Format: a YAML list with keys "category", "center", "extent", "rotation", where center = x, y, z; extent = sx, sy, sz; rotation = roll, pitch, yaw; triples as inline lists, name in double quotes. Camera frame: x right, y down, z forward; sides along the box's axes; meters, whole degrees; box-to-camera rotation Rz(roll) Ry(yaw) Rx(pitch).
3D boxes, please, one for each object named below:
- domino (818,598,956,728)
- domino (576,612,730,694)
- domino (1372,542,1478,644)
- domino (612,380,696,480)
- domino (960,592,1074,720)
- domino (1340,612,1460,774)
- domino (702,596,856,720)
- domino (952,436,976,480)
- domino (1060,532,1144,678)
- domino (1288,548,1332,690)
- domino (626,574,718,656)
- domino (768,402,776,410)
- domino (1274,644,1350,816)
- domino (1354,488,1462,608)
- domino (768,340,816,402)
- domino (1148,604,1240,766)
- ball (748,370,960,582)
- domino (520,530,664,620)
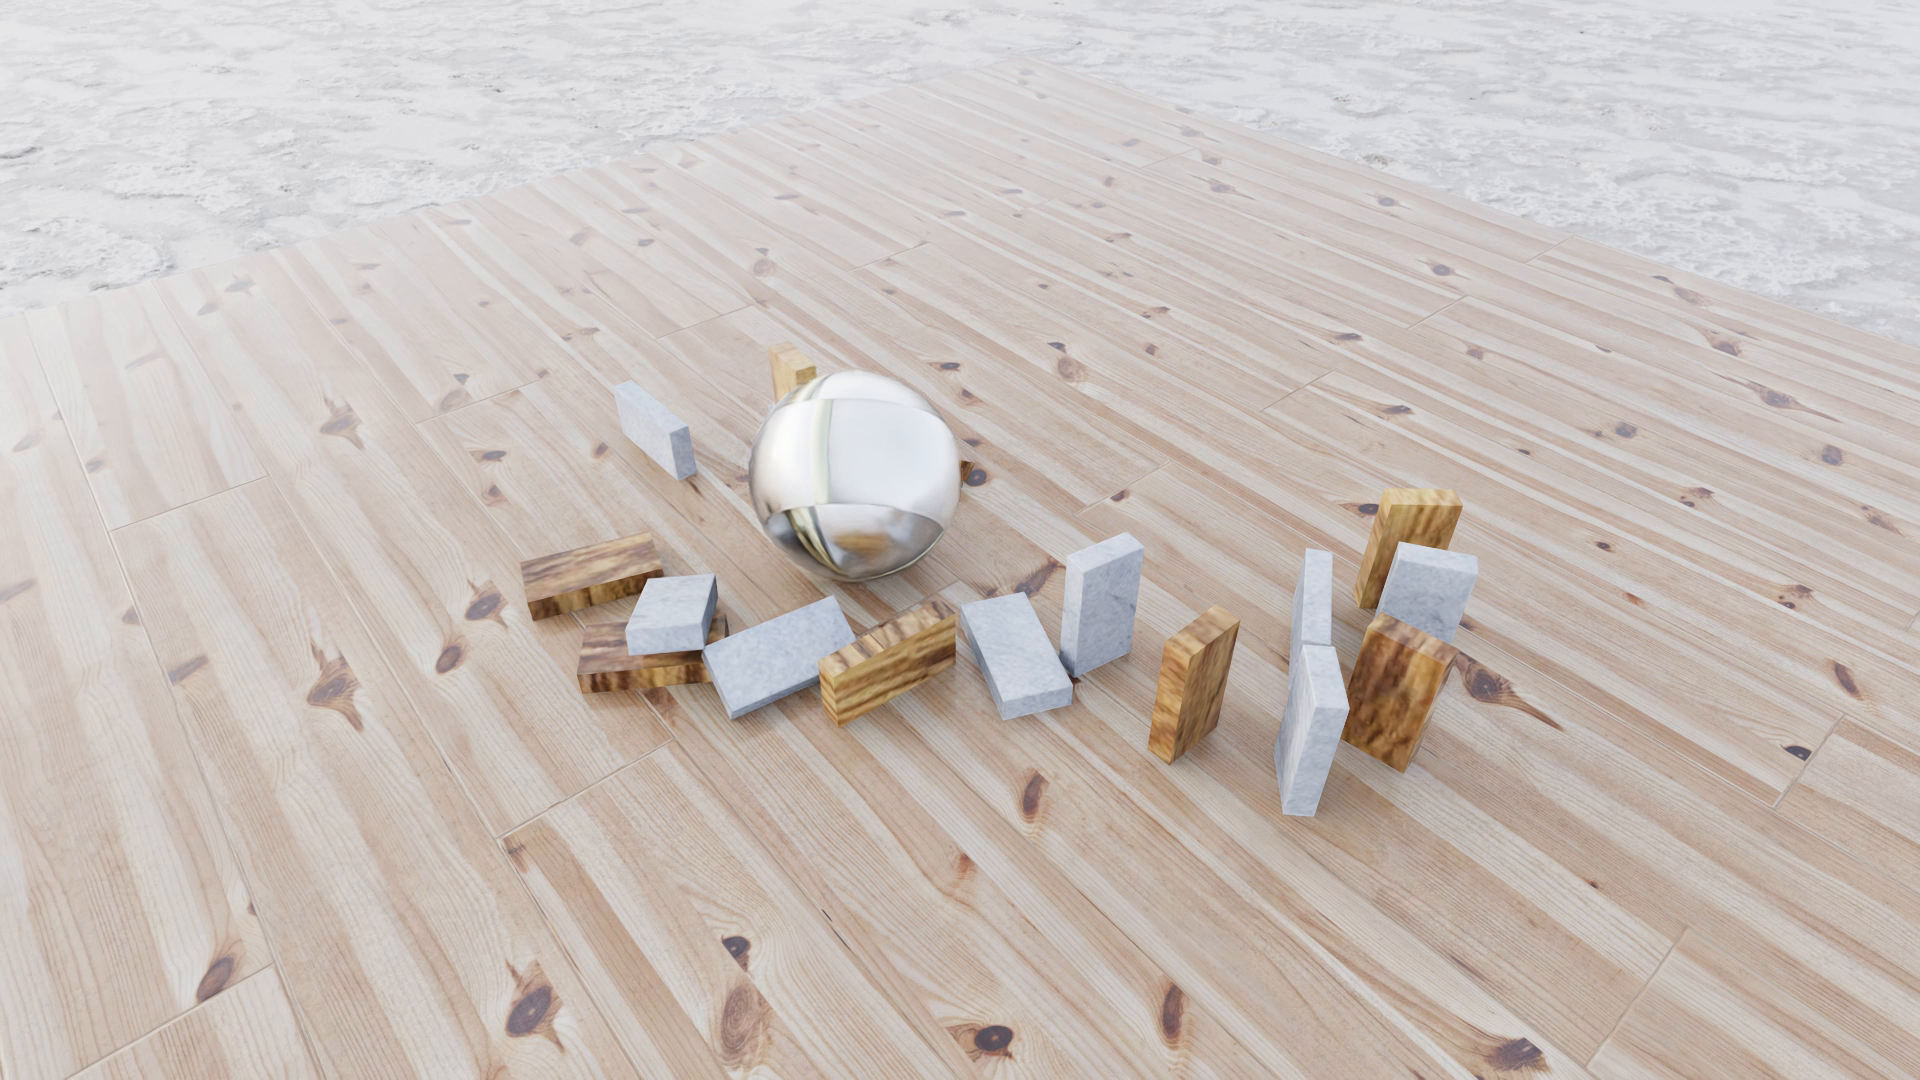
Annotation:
- category: "domino"
  center: [-0.024, 0.042, 0.380]
  extent: [0.050, 0.025, 0.009]
  rotation: [-26, 46, -28]
- category: "domino"
  center: [-0.109, 0.040, 0.394]
  extent: [0.050, 0.009, 0.025]
  rotation: [-5, 40, -6]
- category: "domino"
  center: [0.159, 0.025, 0.381]
  extent: [0.025, 0.050, 0.010]
  rotation: [12, 41, 14]
- category: "domino"
  center: [-0.137, -0.049, 0.492]
  extent: [0.009, 0.025, 0.050]
  rotation: [-29, 47, -31]
- category: "domino"
  center: [0.019, 0.040, 0.394]
  extent: [0.025, 0.010, 0.050]
  rotation: [-11, 41, -13]
- category: "domino"
  center: [0.138, 0.049, 0.351]
  extent: [0.025, 0.050, 0.010]
  rotation: [30, 48, 31]
- category: "domino"
  center: [-0.062, 0.041, 0.385]
  extent: [0.050, 0.010, 0.025]
  rotation: [-22, 72, -24]
- category: "domino"
  center: [-0.016, -0.045, 0.491]
  extent: [0.025, 0.009, 0.050]
  rotation: [8, 31, -35]
- category: "domino"
  center: [0.049, 0.023, 0.383]
  extent: [0.025, 0.050, 0.009]
  rotation: [-21, 44, -24]
- category: "domino"
  center: [0.126, 0.029, 0.396]
  extent: [0.010, 0.025, 0.050]
  rotation: [10, 40, 12]
- category: "domino"
  center: [-0.102, 0.026, 0.393]
  extent: [0.025, 0.009, 0.050]
  rotation: [-5, 18, -5]
- category: "domino"
  center: [-0.062, -0.056, 0.511]
  extent: [0.050, 0.010, 0.025]
  rotation: [27, 46, 29]
- category: "domino"
  center: [0.108, 0.059, 0.339]
  extent: [0.009, 0.050, 0.025]
  rotation: [3, 39, 4]
- category: "domino"
  center: [0.165, 0.004, 0.407]
  extent: [0.025, 0.050, 0.009]
  rotation: [1, 39, 2]
- category: "domino"
  center: [-0.072, -0.059, 0.484]
  extent: [0.010, 0.050, 0.025]
  rotation: [-23, 45, -26]
- category: "domino"
  center: [0.075, 0.047, 0.354]
  extent: [0.025, 0.050, 0.010]
  rotation: [-30, 48, -31]
- category: "ball"
  center: [-0.040, -0.024, 0.417]
  extent: [0.080, 0.080, 0.080]
  rotation: [0, 39, 0]
- category: "domino"
  center: [-0.142, 0.013, 0.427]
  extent: [0.050, 0.010, 0.025]
  rotation: [-15, 42, -18]
